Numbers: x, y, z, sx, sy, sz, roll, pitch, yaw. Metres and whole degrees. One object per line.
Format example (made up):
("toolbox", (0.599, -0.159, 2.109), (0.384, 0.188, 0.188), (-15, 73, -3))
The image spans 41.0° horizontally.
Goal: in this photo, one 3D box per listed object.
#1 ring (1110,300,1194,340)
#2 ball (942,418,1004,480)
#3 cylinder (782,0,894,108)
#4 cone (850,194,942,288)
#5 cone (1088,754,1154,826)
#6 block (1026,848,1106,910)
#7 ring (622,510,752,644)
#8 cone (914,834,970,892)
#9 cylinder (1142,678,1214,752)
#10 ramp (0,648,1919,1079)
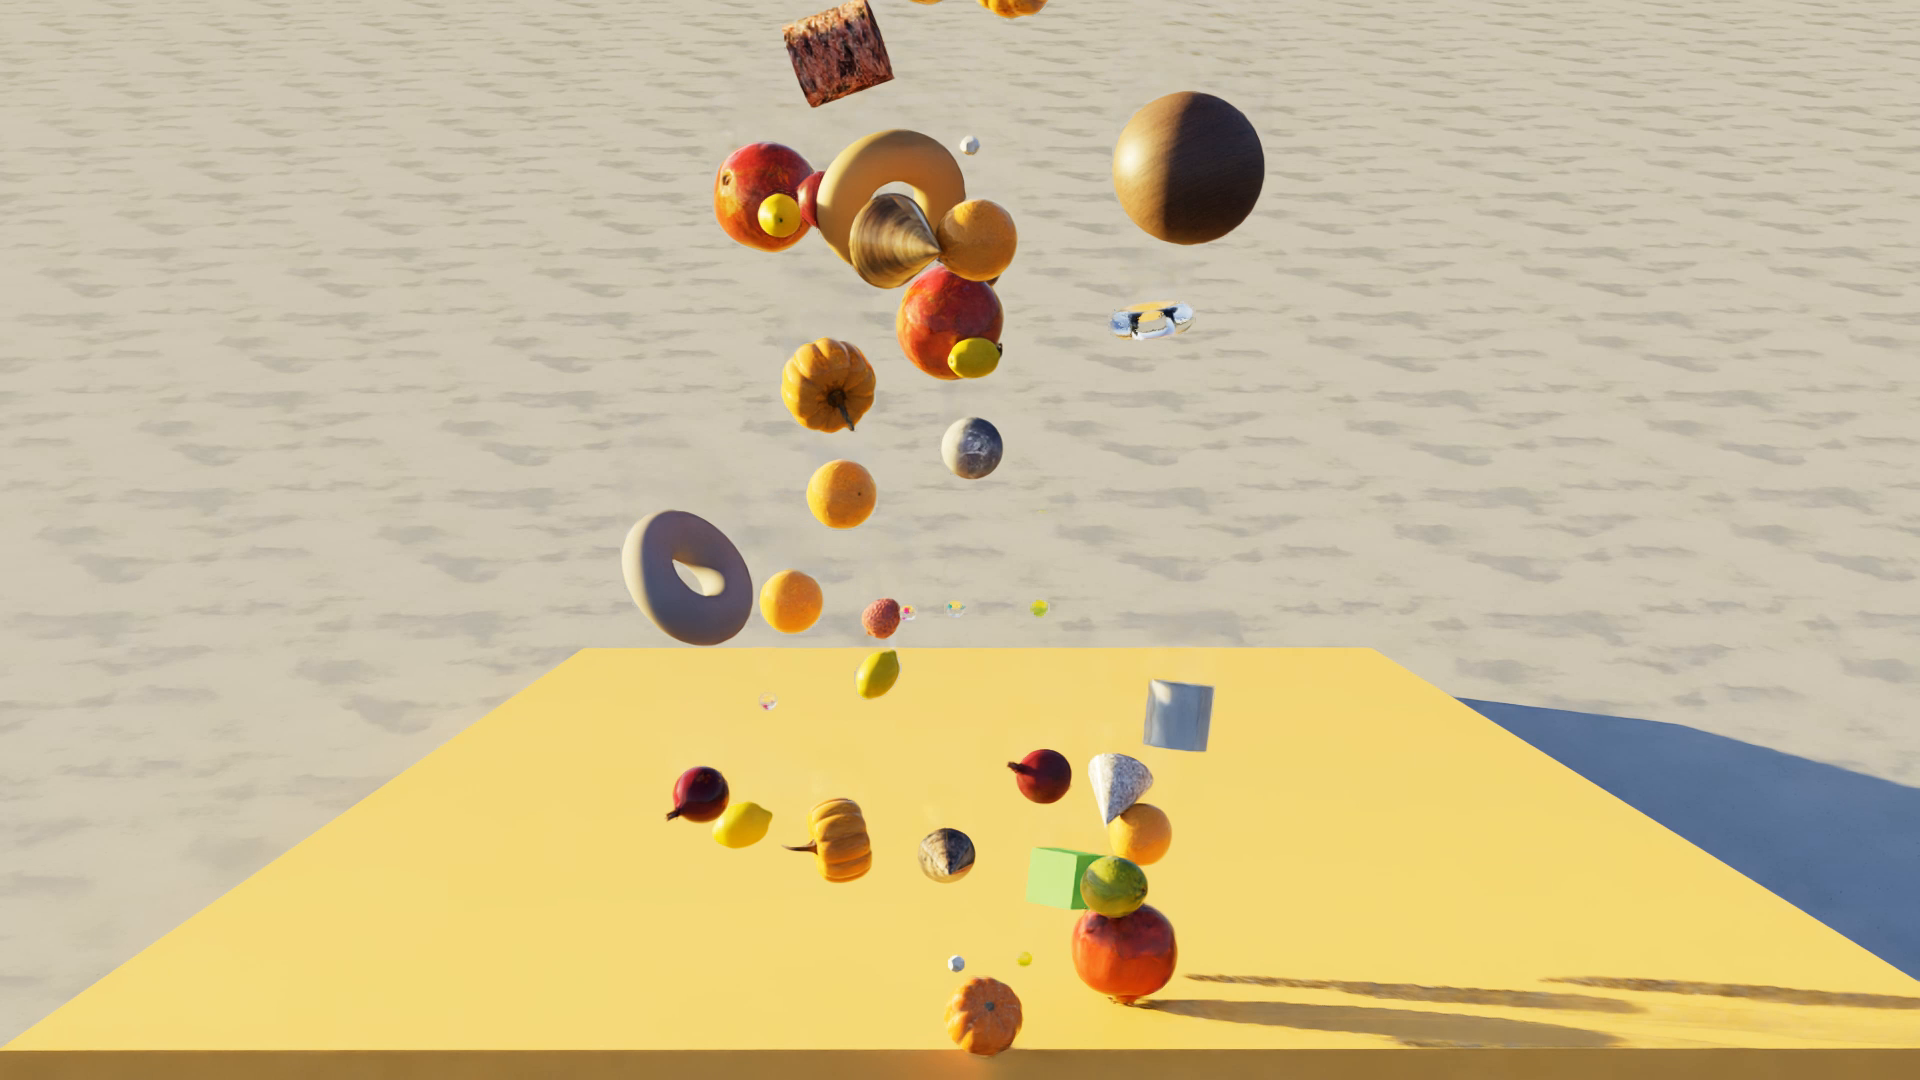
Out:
("ring", (0.189, -0.216, 2.528), (0.083, 0.028, 0.083), (-8, 14, 2))
("ball", (0.013, -0.099, 2.771), (0.067, 0.067, 0.067), (0, 21, 0))
("cylinder", (-0.109, -0.437, 2.304), (0.077, 0.077, 0.077), (-19, 20, 6))
("cone", (-0.038, -0.255, 2.232), (0.085, 0.085, 0.085), (-13, 19, -31))
("cone", (0.175, 0.299, 2.939), (0.078, 0.078, 0.078), (6, 47, 16))
("block", (0.118, 0.379, 2.876), (0.061, 0.061, 0.061), (6, -3, 35))
("ring", (-0.272, 0.037, 2.573), (0.050, 0.150, 0.150), (-38, -3, 34))
("cone", (-0.012, 0.312, 2.462), (0.056, 0.056, 0.056), (-4, -1, -11))
("cylinder", (0.210, 0.169, 2.477), (0.063, 0.063, 0.063), (7, -1, 0))
("ramp", (0.048, 0.438, 4.532), (2.000, 0.100, 4.000), (0, 3, 0))
